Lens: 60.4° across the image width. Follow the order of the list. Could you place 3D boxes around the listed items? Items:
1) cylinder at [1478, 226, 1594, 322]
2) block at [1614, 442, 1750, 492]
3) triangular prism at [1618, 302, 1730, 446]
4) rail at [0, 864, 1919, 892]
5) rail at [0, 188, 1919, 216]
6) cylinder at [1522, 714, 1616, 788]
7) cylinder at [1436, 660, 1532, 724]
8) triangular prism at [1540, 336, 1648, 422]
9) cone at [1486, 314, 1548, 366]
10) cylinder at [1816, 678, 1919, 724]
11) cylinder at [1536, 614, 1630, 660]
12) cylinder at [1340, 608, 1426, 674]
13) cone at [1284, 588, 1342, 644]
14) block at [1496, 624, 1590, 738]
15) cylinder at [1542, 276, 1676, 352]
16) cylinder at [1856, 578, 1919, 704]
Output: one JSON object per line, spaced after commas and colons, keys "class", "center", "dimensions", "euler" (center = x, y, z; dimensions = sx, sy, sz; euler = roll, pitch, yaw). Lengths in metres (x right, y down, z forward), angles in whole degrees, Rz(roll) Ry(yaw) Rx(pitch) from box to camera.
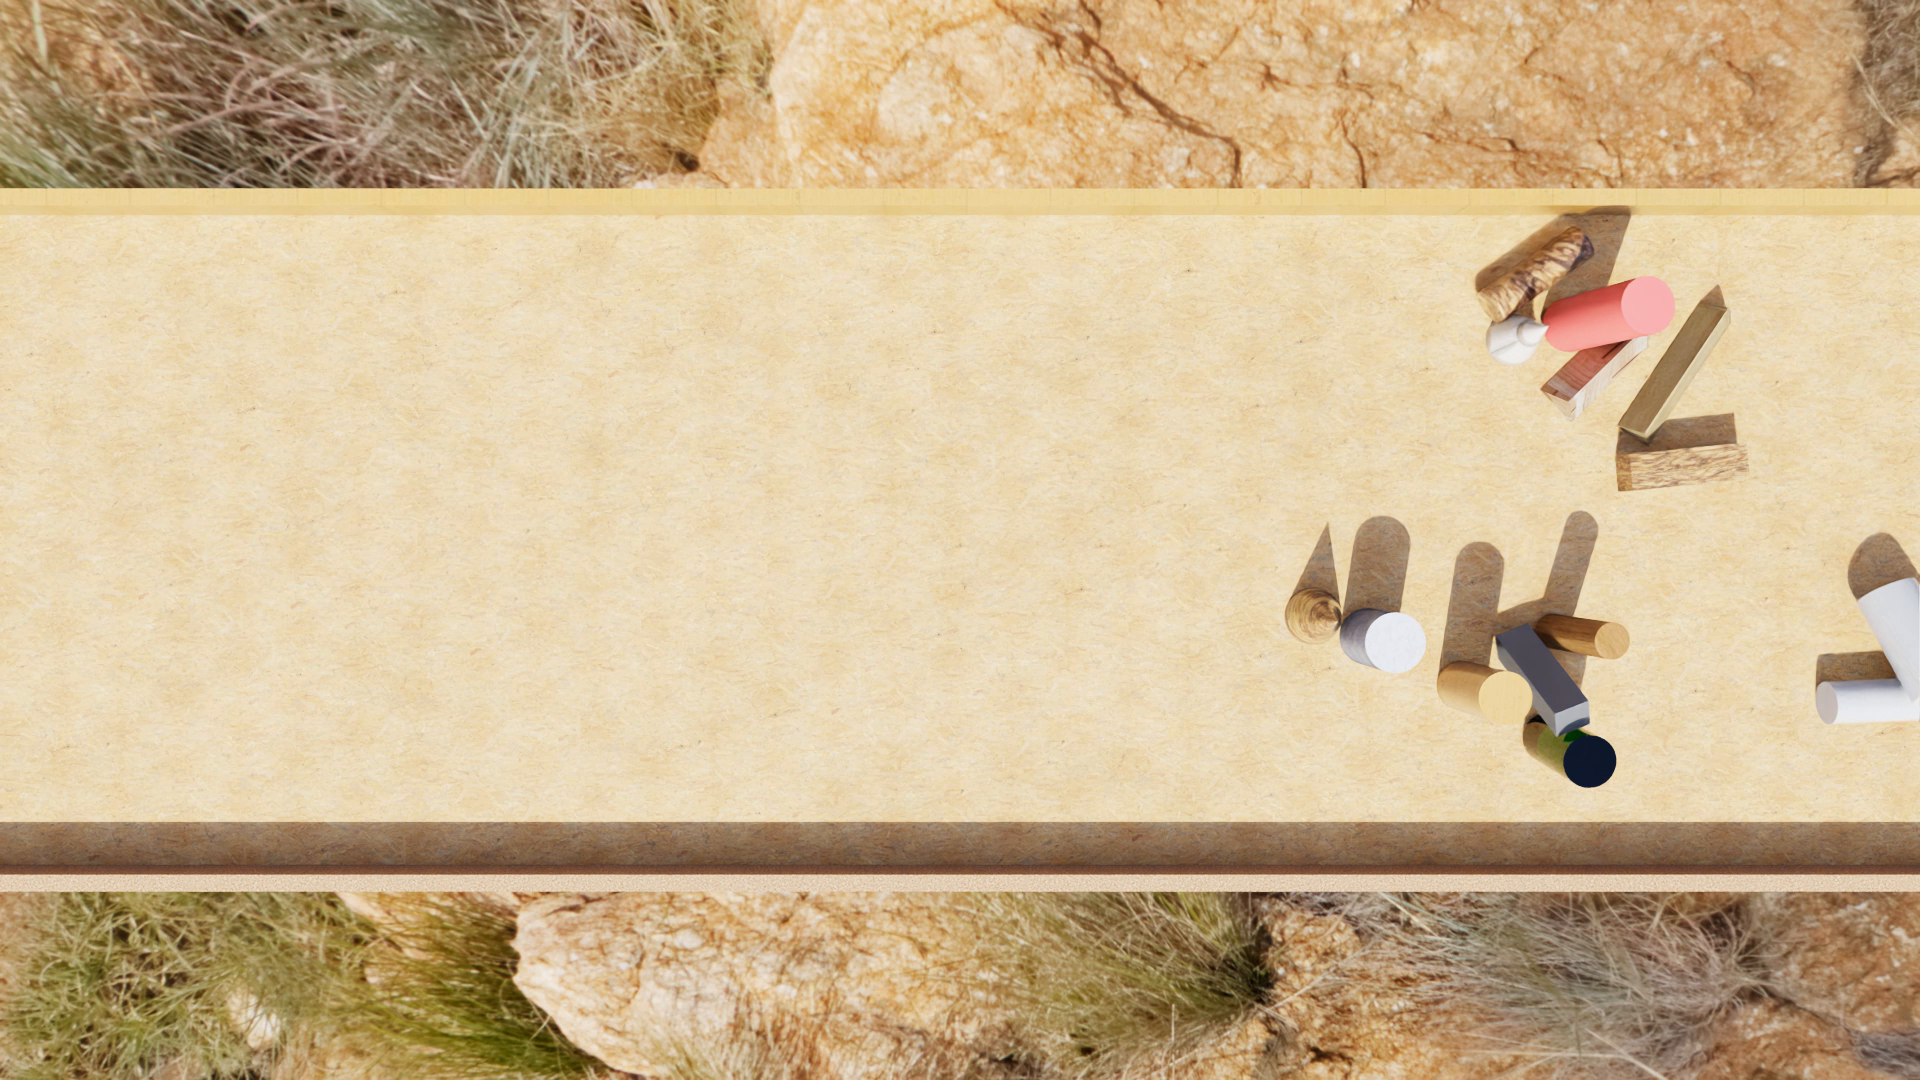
{"class": "cylinder", "center": [1.751, -0.808, 5.020], "dimensions": [0.345, 0.113, 0.113], "euler": [-35, 90, 0]}
{"class": "block", "center": [2.197, -0.221, 5.021], "dimensions": [0.355, 0.111, 0.111], "euler": [-6, 90, 0]}
{"class": "triangular prism", "center": [2.196, -0.510, 5.025], "dimensions": [0.112, 0.097, 0.456], "euler": [34, 90, 0]}
{"class": "rail", "center": [-2.247, 1.025, 5.001], "dimensions": [12.000, 0.150, 0.050], "euler": [0, 90, 0]}
{"class": "rail", "center": [-2.247, -1.025, 5.002], "dimensions": [12.000, 0.150, 0.050], "euler": [0, 90, 0]}
{"class": "cylinder", "center": [1.808, 0.622, 4.904], "dimensions": [0.155, 0.333, 0.155], "euler": [0, 95, -1]}
{"class": "cylinder", "center": [1.543, 0.447, 4.870], "dimensions": [0.152, 0.413, 0.152], "euler": [0, 90, 0]}
{"class": "triangular prism", "center": [1.950, -0.527, 5.015], "dimensions": [0.329, 0.117, 0.135], "euler": [-44, 90, 0]}
{"class": "cone", "center": [1.699, -0.617, 4.916], "dimensions": [0.162, 0.321, 0.162], "euler": [0, 90, 0]}
{"class": "cylinder", "center": [2.841, 0.486, 5.011], "dimensions": [0.417, 0.131, 0.131], "euler": [-3, 90, 0]}
{"class": "cylinder", "center": [1.842, 0.284, 4.891], "dimensions": [0.107, 0.361, 0.107], "euler": [0, 91, -7]}
{"class": "cylinder", "center": [1.255, 0.297, 4.916], "dimensions": [0.175, 0.321, 0.175], "euler": [0, 90, 0]}
{"class": "cone", "center": [1.087, 0.234, 4.910], "dimensions": [0.177, 0.333, 0.177], "euler": [0, 90, 0]}
{"class": "block", "center": [1.732, 0.414, 4.908], "dimensions": [0.105, 0.351, 0.105], "euler": [-21, 130, 0]}
{"class": "cylinder", "center": [1.900, -0.660, 4.850], "dimensions": [0.166, 0.431, 0.166], "euler": [0, 90, -10]}
{"class": "cylinder", "center": [2.851, 0.302, 4.928], "dimensions": [0.176, 0.176, 0.335], "euler": [-17, 66, 0]}
